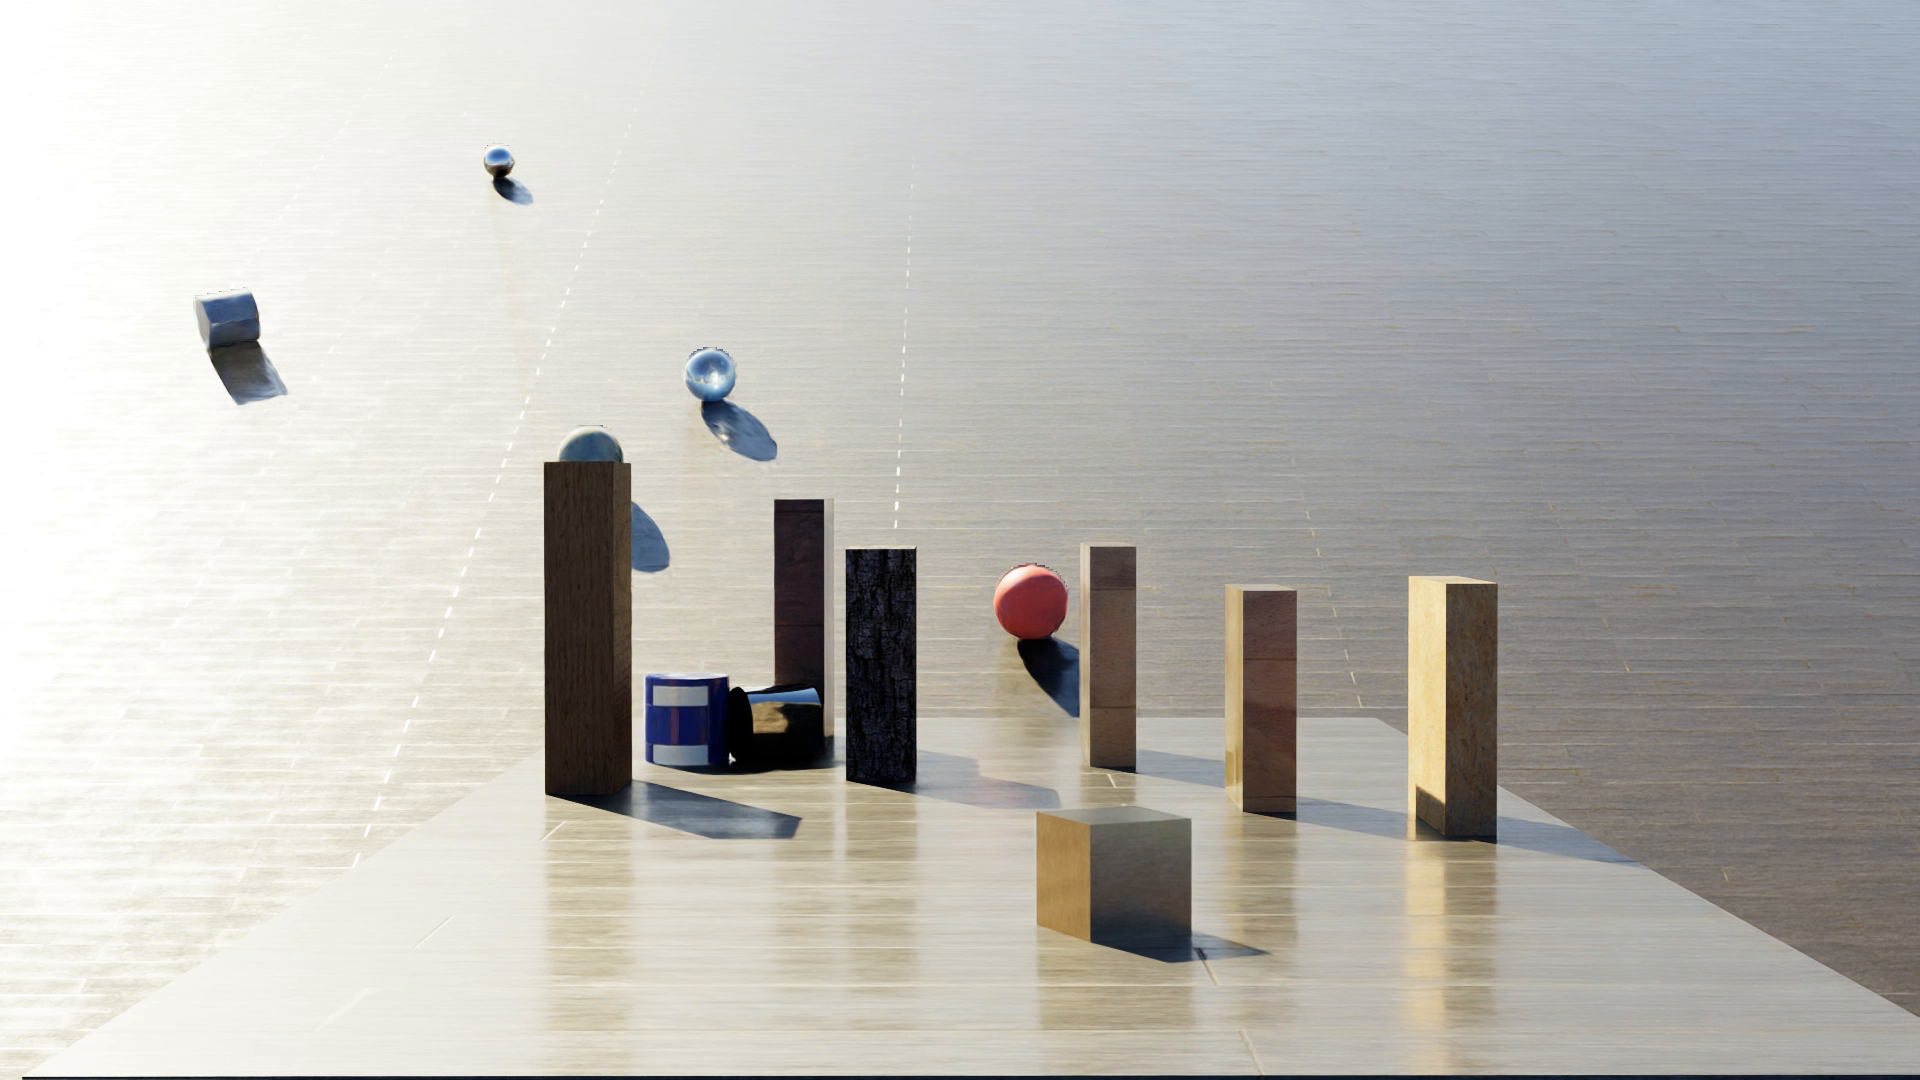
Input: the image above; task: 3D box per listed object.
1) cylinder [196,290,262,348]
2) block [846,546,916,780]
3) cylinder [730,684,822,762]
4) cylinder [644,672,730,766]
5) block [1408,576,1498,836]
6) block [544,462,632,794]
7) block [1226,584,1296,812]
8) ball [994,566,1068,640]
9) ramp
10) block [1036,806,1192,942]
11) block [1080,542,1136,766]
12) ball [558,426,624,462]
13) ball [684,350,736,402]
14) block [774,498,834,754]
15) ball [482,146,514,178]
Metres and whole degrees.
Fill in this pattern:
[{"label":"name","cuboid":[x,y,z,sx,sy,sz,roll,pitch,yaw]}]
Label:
[{"label":"cylinder","cuboid":[-2.558,-0.772,9.023,0.177,0.177,0.177,-14,30,-27]},{"label":"block","cuboid":[-0.160,0.247,5.318,0.138,0.465,0.300,0,1,0]},{"label":"cylinder","cuboid":[-0.403,0.394,5.569,0.162,0.162,0.162,-1,24,-28]},{"label":"cylinder","cuboid":[-0.588,0.383,5.549,0.183,0.183,0.183,0,1,0]},{"label":"block","cuboid":[0.861,0.282,4.524,0.088,0.426,0.353,0,1,0]},{"label":"block","cuboid":[-0.729,0.166,5.071,0.133,0.637,0.272,0,1,0]},{"label":"block","cuboid":[0.560,0.289,4.817,0.098,0.401,0.300,0,1,0]},{"label":"ball","cuboid":[0.196,0.174,7.109,0.205,0.205,0.205,0,27,0]},{"label":"ramp","cuboid":[0.060,0.544,4.580,2.000,0.100,4.000,0,1,0]},{"label":"block","cuboid":[0.204,0.442,3.435,0.152,0.152,0.152,-1,1,-25]},{"label":"block","cuboid":[0.322,0.241,5.639,0.098,0.463,0.419,0,1,0]},{"label":"ball","cuboid":[-1.140,-0.249,7.956,0.203,0.203,0.203,0,27,0]},{"label":"ball","cuboid":[-0.830,-0.545,8.578,0.175,0.175,0.175,0,27,0]},{"label":"block","cuboid":[-0.354,0.187,5.897,0.110,0.562,0.445,0,1,0]},{"label":"ball","cuboid":[-1.905,-1.562,10.657,0.130,0.130,0.130,0,27,0]}]
